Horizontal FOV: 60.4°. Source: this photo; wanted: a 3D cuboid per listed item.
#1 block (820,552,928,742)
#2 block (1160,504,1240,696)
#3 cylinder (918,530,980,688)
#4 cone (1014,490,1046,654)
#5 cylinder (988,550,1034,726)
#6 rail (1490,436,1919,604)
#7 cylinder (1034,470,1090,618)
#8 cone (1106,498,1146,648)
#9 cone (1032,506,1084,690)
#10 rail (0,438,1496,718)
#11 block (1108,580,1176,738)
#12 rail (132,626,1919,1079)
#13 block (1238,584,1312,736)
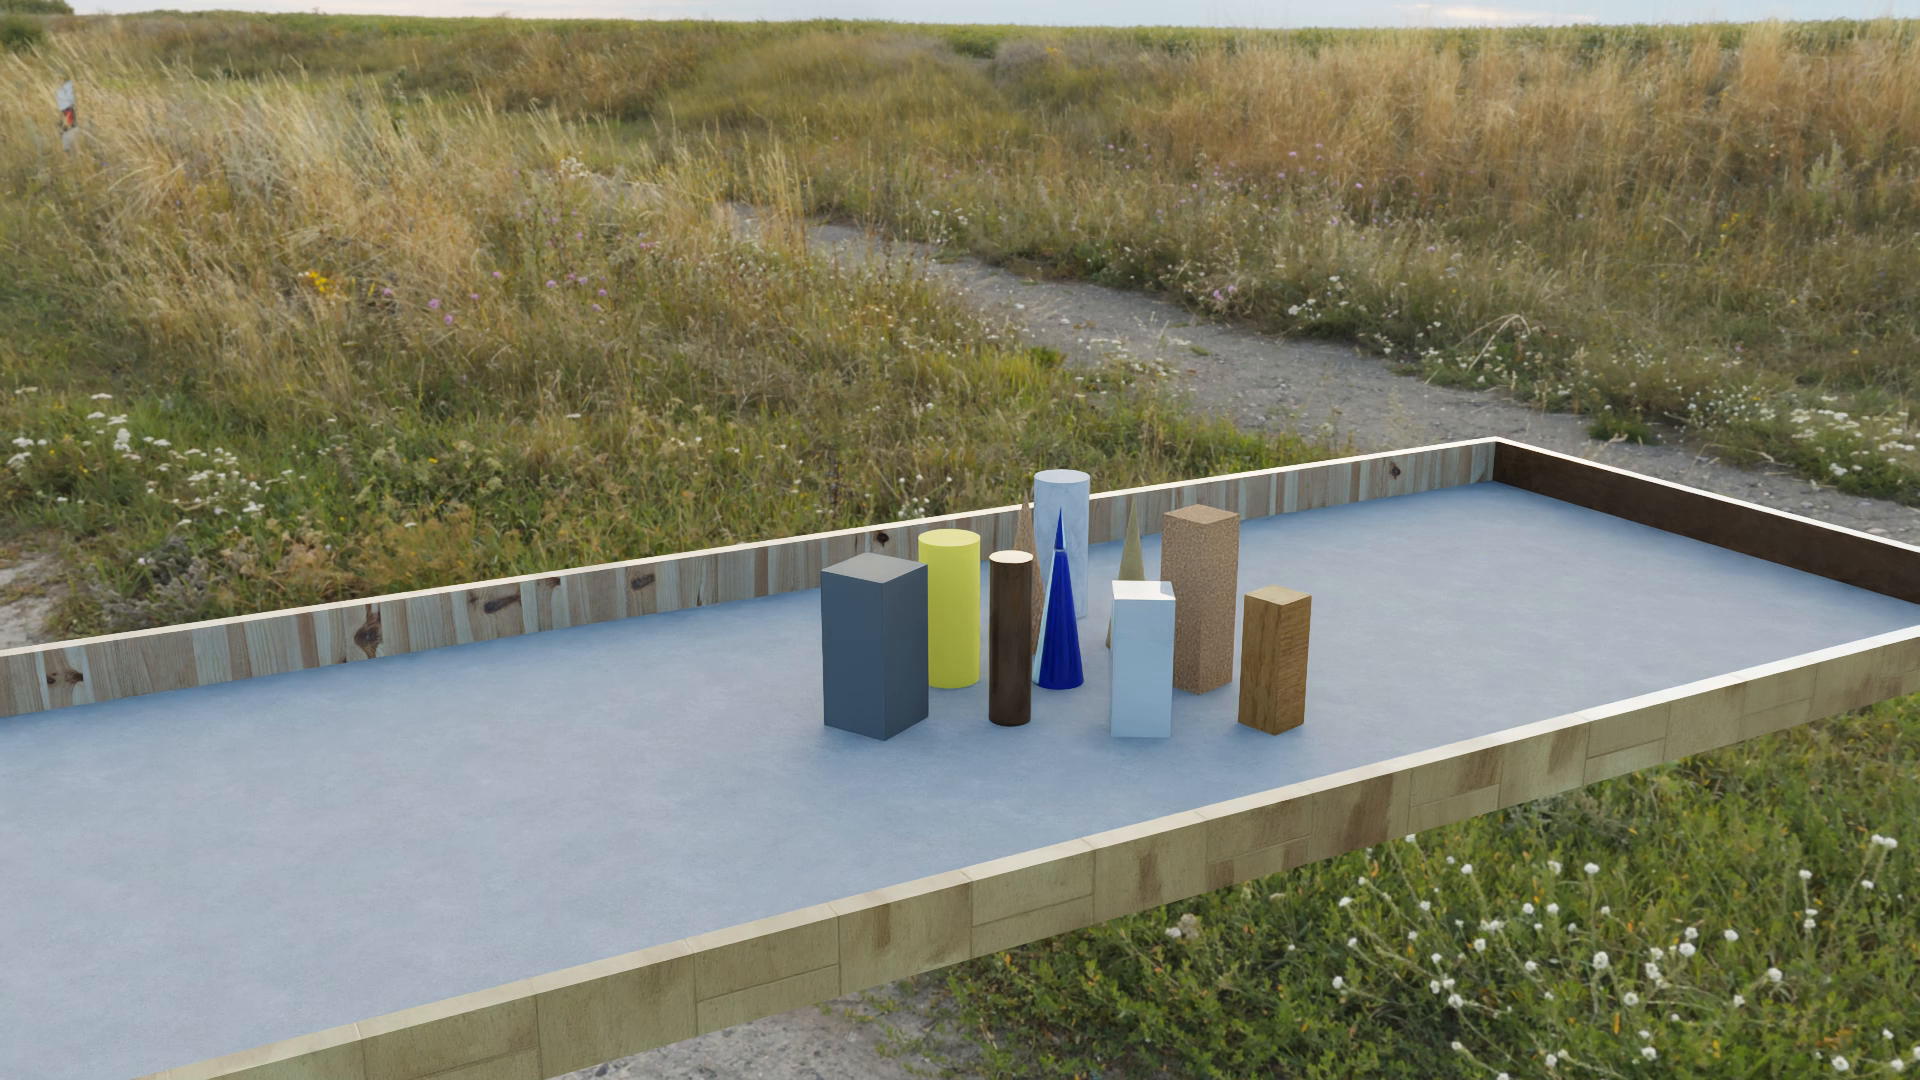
[{"bbox_3d":[-0.197,0.245,3.847,0.177,0.380,0.177,11,19,32],"label":"block"},{"bbox_3d":[0.589,0.146,4.084,0.133,0.437,0.133,-15,22,-41],"label":"block"},{"bbox_3d":[-0.026,0.171,4.120,0.153,0.368,0.153,0,16,0],"label":"cylinder"},{"bbox_3d":[0.171,0.068,4.343,0.153,0.440,0.153,0,16,0],"label":"cone"},{"bbox_3d":[0.119,0.231,3.858,0.101,0.401,0.101,0,16,0],"label":"cylinder"},{"bbox_3d":[2.466,-0.048,5.253,0.050,0.150,2.100,-9,18,-27],"label":"rail"},{"bbox_3d":[0.282,0.012,4.614,0.154,0.394,0.154,0,16,0],"label":"cylinder"},{"bbox_3d":[0.453,0.078,4.344,0.129,0.421,0.129,0,16,0],"label":"cone"},{"bbox_3d":[0.246,0.134,4.091,0.132,0.455,0.132,0,16,0],"label":"cone"},{"bbox_3d":[-3.305,0.497,3.399,12.000,0.150,0.050,-9,18,-27],"label":"rail"},{"bbox_3d":[0.420,0.275,3.825,0.136,0.335,0.136,1,16,2],"label":"block"},{"bbox_3d":[-2.336,1.006,1.665,12.000,0.150,0.050,-9,18,-27],"label":"rail"},{"bbox_3d":[0.733,0.279,3.842,0.109,0.318,0.109,-14,22,-40],"label":"block"}]
